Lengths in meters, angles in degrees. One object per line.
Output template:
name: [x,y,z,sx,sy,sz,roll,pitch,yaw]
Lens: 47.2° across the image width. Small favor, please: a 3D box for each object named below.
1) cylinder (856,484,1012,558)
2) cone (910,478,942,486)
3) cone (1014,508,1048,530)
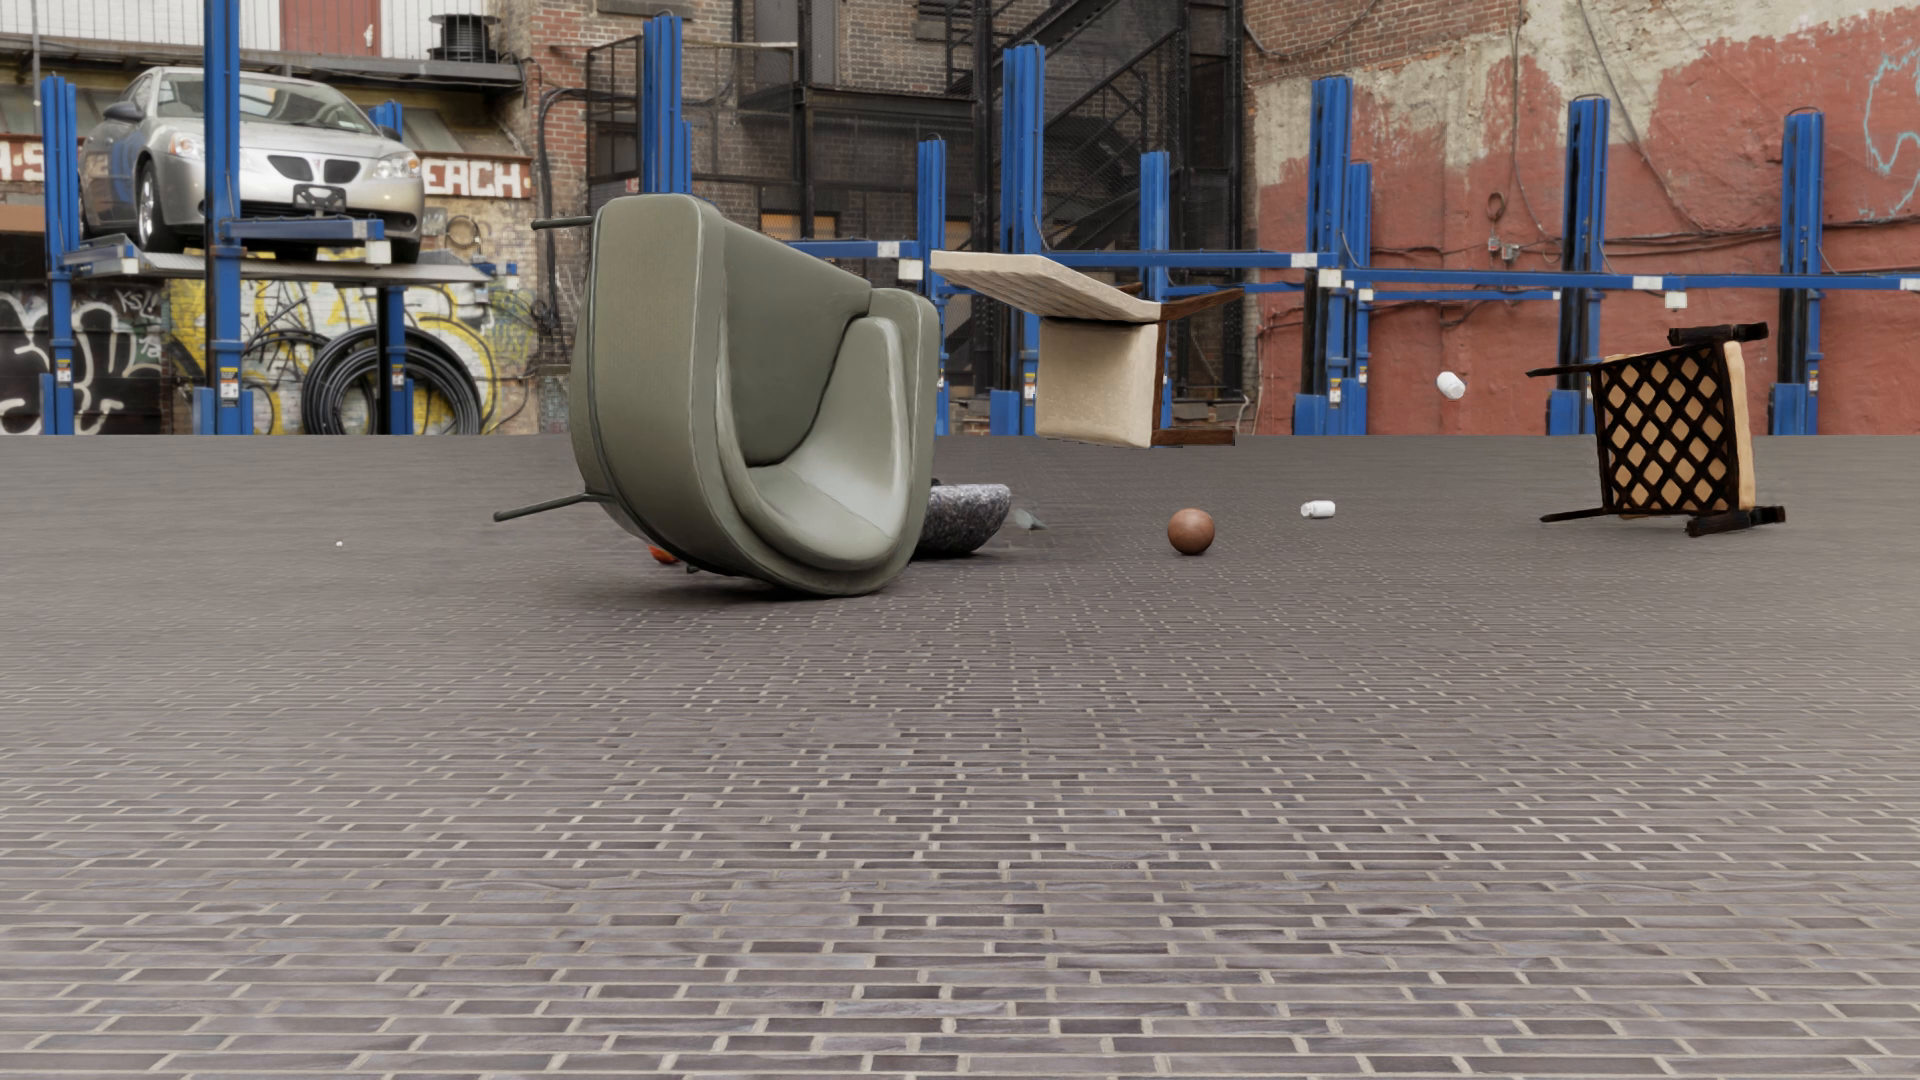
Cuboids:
cylinder: [-0.073,-0.052,5.879,0.314,0.133,0.319,-3,-25,-33]
cone: [-0.237,-0.112,7.651,0.258,0.115,0.286,-18,13,39]
cone: [0.247,-0.053,7.078,0.104,0.055,0.127,18,14,-29]
